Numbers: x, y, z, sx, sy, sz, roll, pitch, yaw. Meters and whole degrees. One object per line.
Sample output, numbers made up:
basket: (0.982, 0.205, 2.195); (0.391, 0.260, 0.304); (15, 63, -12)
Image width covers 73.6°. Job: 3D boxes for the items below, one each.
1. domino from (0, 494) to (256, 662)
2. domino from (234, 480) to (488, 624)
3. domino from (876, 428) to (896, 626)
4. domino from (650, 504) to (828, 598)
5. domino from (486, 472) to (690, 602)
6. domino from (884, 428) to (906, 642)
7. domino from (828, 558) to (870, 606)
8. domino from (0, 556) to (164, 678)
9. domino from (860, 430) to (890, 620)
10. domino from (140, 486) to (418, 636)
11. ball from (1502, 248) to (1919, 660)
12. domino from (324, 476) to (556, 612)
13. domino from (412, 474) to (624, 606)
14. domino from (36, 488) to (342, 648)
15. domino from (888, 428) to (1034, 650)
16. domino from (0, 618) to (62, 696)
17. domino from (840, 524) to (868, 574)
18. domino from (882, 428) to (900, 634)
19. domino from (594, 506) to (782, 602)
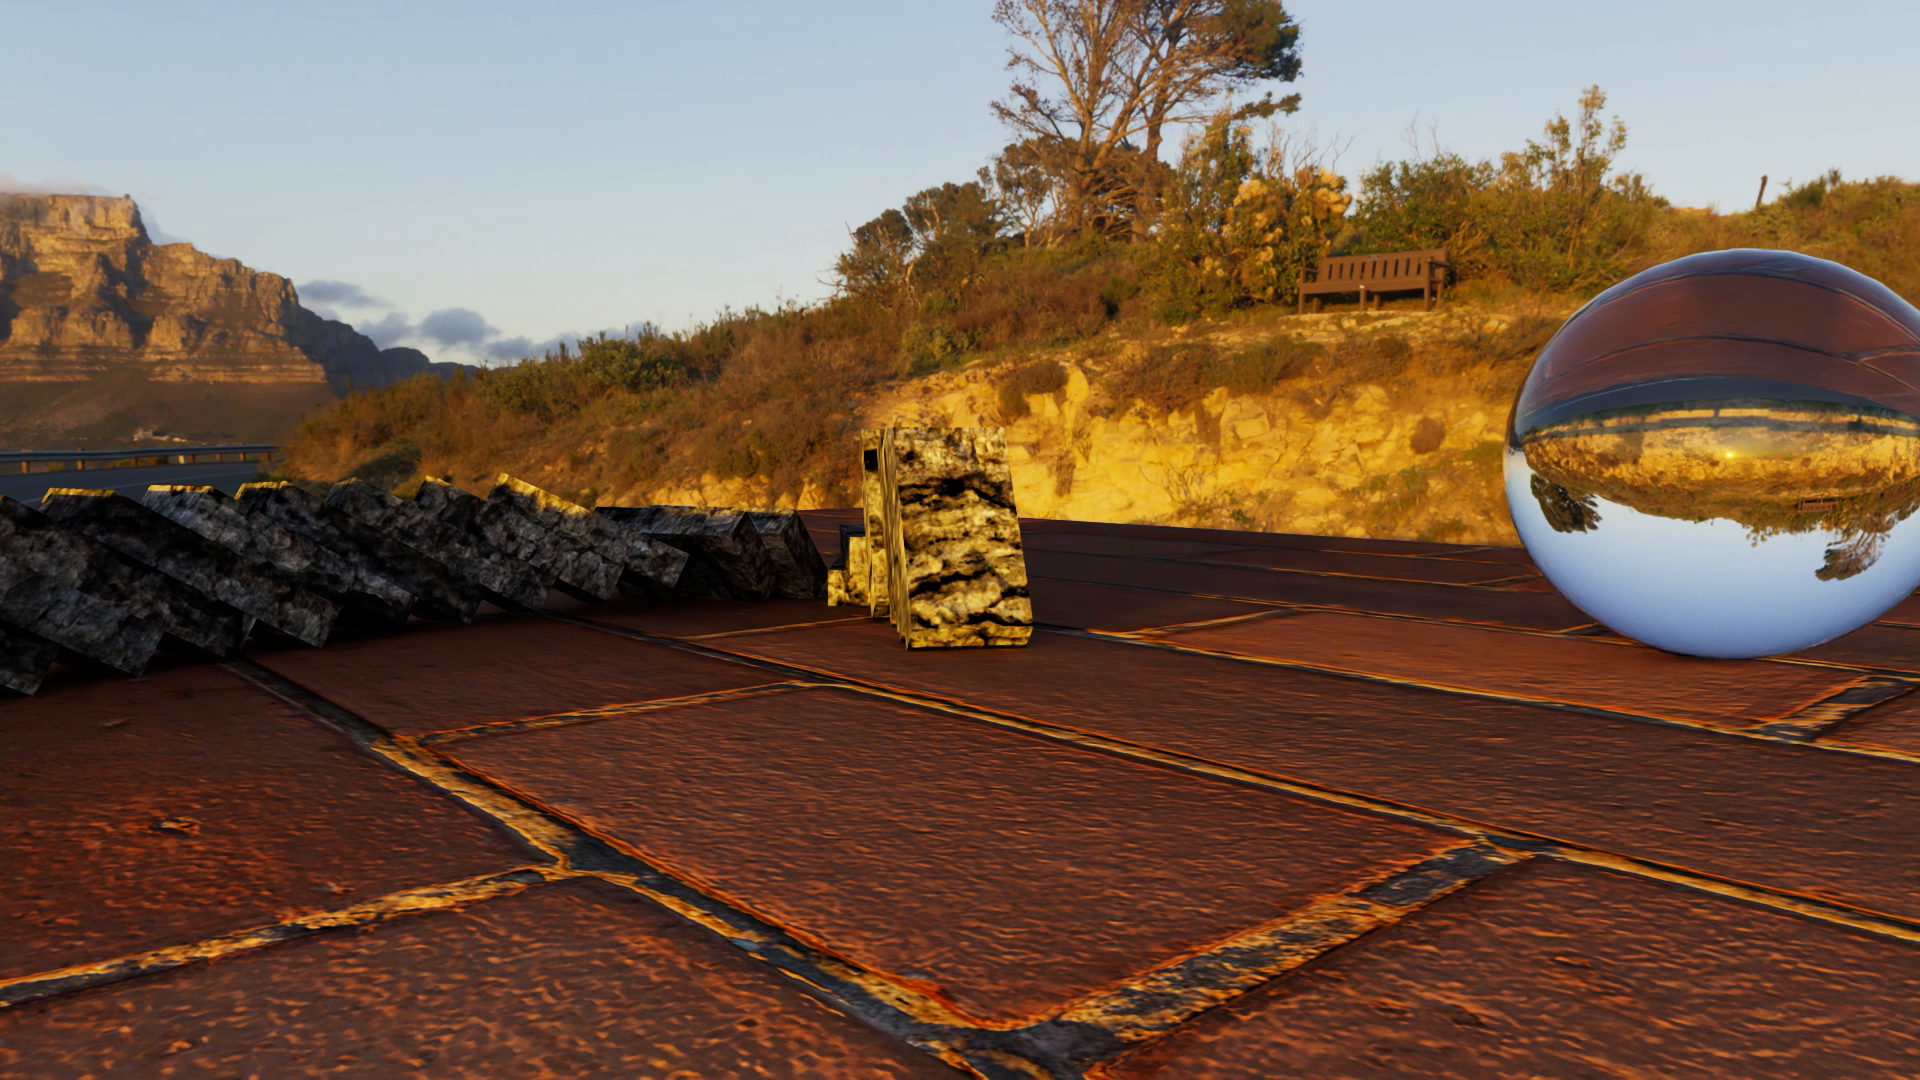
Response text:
domino: (-0.162, 0.008, 0.239); (0.025, 0.009, 0.050); (2, -26, 29)
domino: (-0.135, 0.004, 0.289); (0.025, 0.010, 0.050); (1, -27, 43)
domino: (-0.006, -0.004, 0.310); (0.025, 0.050, 0.009); (-1, -31, -10)
domino: (-0.064, 0.003, 0.359); (0.050, 0.025, 0.009); (2, 46, 28)
domino: (-0.095, 0.000, 0.330); (0.050, 0.010, 0.025); (24, -15, -7)
domino: (-0.002, -0.002, 0.287); (0.025, 0.050, 0.009); (-1, -31, -10)
domino: (-0.023, 0.011, 0.362); (0.025, 0.009, 0.050); (0, 4, -1)
domino: (-0.170, 0.009, 0.222); (0.025, 0.010, 0.050); (2, -26, 28)
domino: (-0.011, -0.005, 0.321); (0.025, 0.050, 0.010); (-1, -31, -10)
domino: (-0.144, 0.005, 0.272); (0.025, 0.010, 0.050); (2, -27, 35)
ball: (0.150, -0.016, 0.253); (0.080, 0.080, 0.080); (0, 4, 0)
domino: (-0.124, 0.002, 0.305); (0.050, 0.009, 0.025); (32, -20, -31)
domino: (-0.110, 0.001, 0.318); (0.050, 0.010, 0.025); (28, -16, -19)
domino: (-0.153, 0.006, 0.256); (0.025, 0.010, 0.050); (3, -26, 32)
domino: (-0.001, -0.001, 0.275); (0.025, 0.050, 0.010); (-1, -31, -10)
domino: (-0.176, 0.010, 0.205); (0.025, 0.010, 0.050); (2, -27, 28)
domino: (-0.019, 0.002, 0.348); (0.025, 0.010, 0.050); (0, 4, -8)
domino: (-0.004, -0.003, 0.298); (0.025, 0.050, 0.009); (-1, -31, -10)
domino: (-0.076, 0.004, 0.350); (0.050, 0.025, 0.010); (2, 45, 26)
